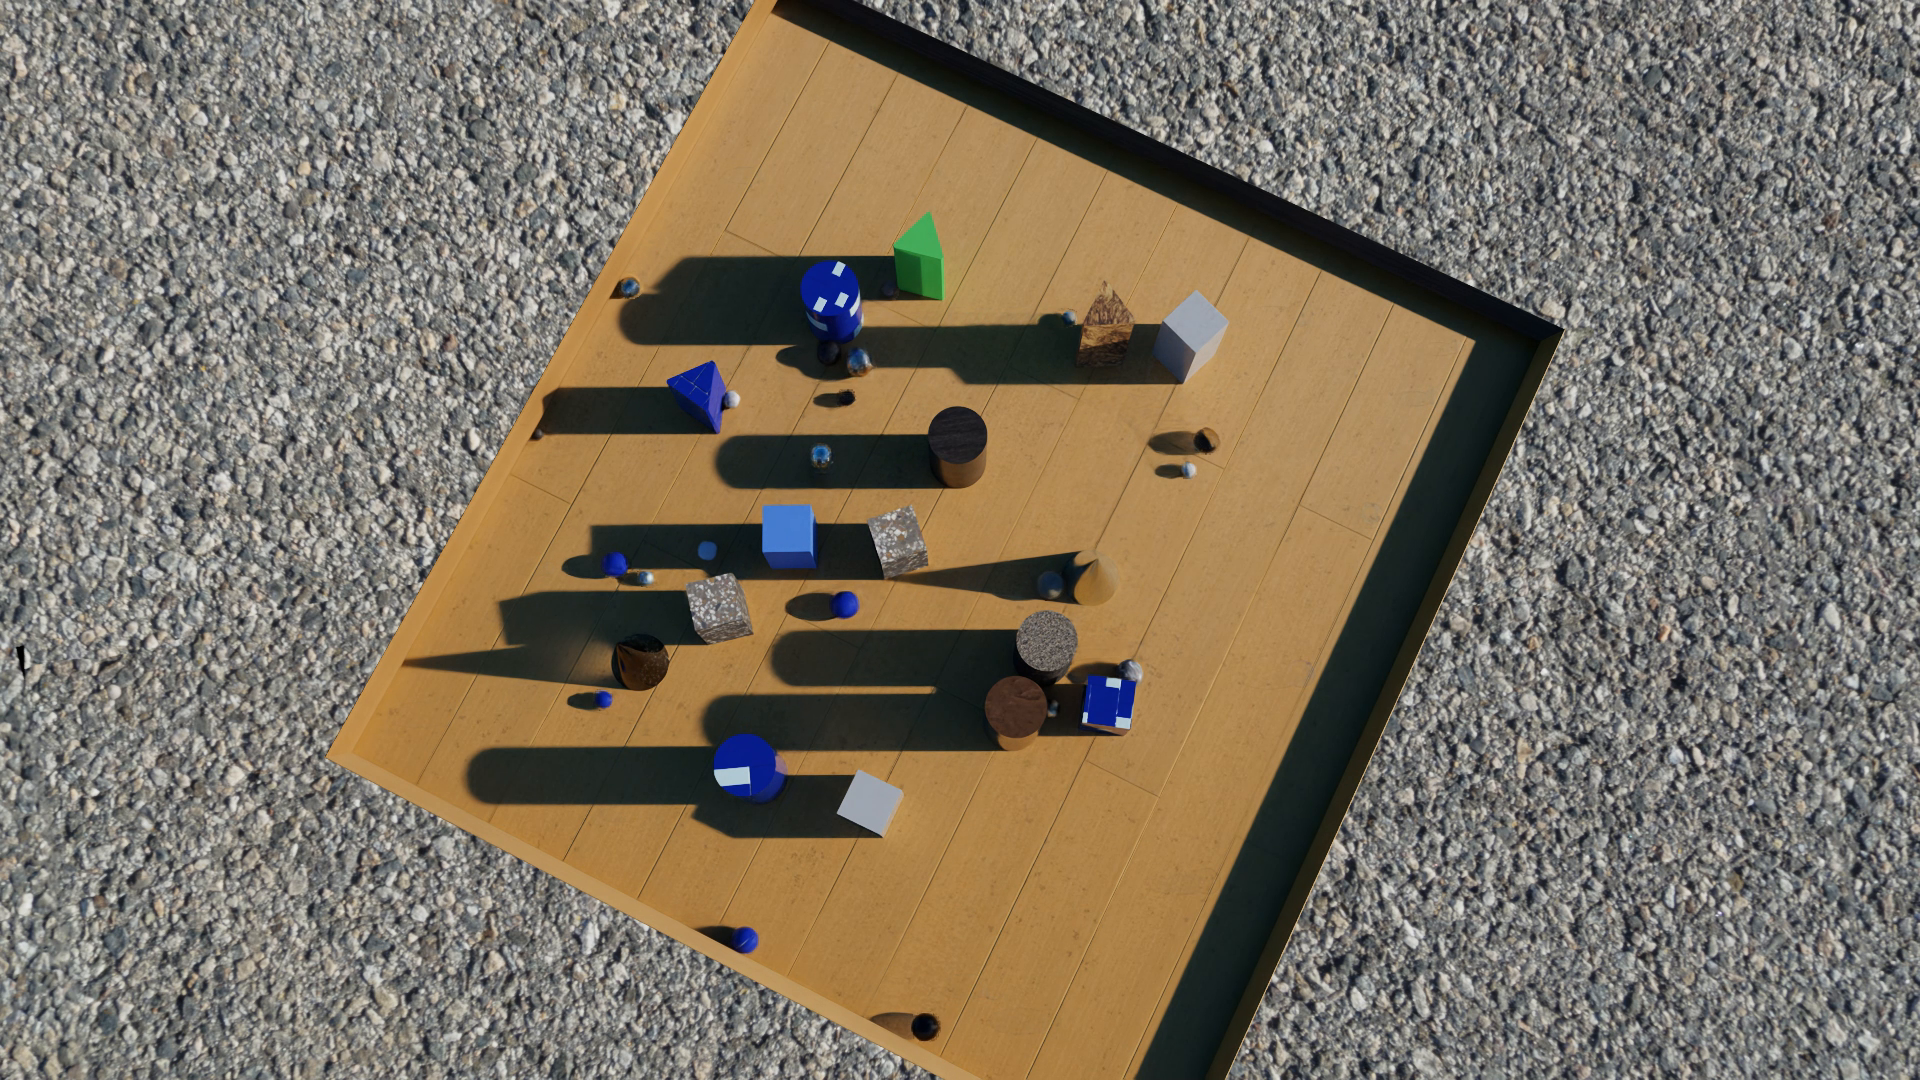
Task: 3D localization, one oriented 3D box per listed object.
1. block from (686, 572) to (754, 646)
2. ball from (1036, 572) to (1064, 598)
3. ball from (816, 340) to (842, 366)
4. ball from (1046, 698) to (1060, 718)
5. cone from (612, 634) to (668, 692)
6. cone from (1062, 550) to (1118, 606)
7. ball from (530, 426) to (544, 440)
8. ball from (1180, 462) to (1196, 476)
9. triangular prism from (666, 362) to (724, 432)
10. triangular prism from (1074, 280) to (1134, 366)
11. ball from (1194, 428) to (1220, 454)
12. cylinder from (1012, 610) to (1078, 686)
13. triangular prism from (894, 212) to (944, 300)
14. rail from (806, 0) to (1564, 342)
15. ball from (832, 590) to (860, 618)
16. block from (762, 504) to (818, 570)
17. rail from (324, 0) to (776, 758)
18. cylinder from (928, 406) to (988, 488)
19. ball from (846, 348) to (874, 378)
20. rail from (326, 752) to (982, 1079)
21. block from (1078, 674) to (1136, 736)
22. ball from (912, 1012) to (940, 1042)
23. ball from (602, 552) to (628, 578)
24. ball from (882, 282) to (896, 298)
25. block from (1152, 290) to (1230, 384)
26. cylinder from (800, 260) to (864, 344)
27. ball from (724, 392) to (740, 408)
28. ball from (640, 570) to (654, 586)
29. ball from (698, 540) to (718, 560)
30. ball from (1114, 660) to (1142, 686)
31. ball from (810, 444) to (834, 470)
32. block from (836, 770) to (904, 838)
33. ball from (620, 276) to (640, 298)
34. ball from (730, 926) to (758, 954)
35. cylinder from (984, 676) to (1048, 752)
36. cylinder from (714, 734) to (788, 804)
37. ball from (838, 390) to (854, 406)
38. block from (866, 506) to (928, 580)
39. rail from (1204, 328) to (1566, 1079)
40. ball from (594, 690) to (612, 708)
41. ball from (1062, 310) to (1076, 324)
[{"bbox_3d":[-0.710,0.207,5.425,0.140,0.291,0.140,-14,79,-3],"label":"block"},{"bbox_3d":[0.272,0.136,5.545,0.084,0.084,0.084,0,78,0],"label":"ball"},{"bbox_3d":[-0.406,-0.581,5.696,0.078,0.078,0.078,0,78,0],"label":"ball"},{"bbox_3d":[0.273,0.503,5.484,0.055,0.055,0.055,0,78,0],"label":"ball"},{"bbox_3d":[-0.967,0.330,5.349,0.175,0.389,0.175,0,78,0],"label":"cone"},{"bbox_3d":[0.398,0.084,5.438,0.175,0.314,0.175,0,78,0],"label":"cone"},{"bbox_3d":[-1.308,-0.328,5.662,0.042,0.042,0.042,0,78,0],"label":"ball"},{"bbox_3d":[0.702,-0.217,5.637,0.046,0.046,0.046,0,78,0],"label":"ball"},{"bbox_3d":[-0.771,-0.452,5.570,0.151,0.274,0.131,35,81,7],"label":"triangular prism"},{"bbox_3d":[0.429,-0.652,5.540,0.151,0.414,0.131,-4,78,-1],"label":"triangular prism"},{"bbox_3d":[0.759,-0.306,5.639,0.078,0.078,0.078,0,78,0],"label":"ball"},{"bbox_3d":[0.247,0.321,5.372,0.175,0.348,0.175,0,78,0],"label":"cylinder"},{"bbox_3d":[-0.108,-0.876,5.609,0.151,0.368,0.131,14,79,3],"label":"triangular prism"},{"bbox_3d":[0.624,-1.217,5.809,2.745,0.114,0.045,26,80,5],"label":"rail"},{"bbox_3d":[-0.346,0.195,5.532,0.086,0.086,0.086,0,78,0],"label":"ball"},{"bbox_3d":[-0.507,-0.007,5.484,0.140,0.263,0.140,-1,78,0],"label":"block"},{"bbox_3d":[-1.207,-0.585,5.678,0.045,0.114,2.840,26,80,5],"label":"rail"},{"bbox_3d":[-0.007,-0.275,5.512,0.175,0.315,0.175,0,78,0],"label":"cylinder"},{"bbox_3d":[-0.312,-0.549,5.685,0.087,0.087,0.087,0,78,0],"label":"ball"},{"bbox_3d":[-0.624,1.229,5.303,2.745,0.114,0.045,26,80,5],"label":"rail"},{"bbox_3d":[0.432,0.489,5.407,0.140,0.212,0.140,8,78,2],"label":"block"},{"bbox_3d":[-0.100,1.405,5.285,0.080,0.080,0.080,0,78,0],"label":"ball"},{"bbox_3d":[-1.046,0.074,5.561,0.078,0.078,0.078,0,78,0],"label":"ball"},{"bbox_3d":[-0.221,-0.785,5.754,0.047,0.047,0.047,0,78,0],"label":"ball"},{"bbox_3d":[0.698,-0.615,5.579,0.140,0.322,0.140,-43,81,-8],"label":"block"},{"bbox_3d":[-0.390,-0.725,5.621,0.175,0.283,0.175,0,78,0],"label":"cylinder"},{"bbox_3d":[-0.708,-0.433,5.679,0.052,0.052,0.052,0,78,0],"label":"ball"},{"bbox_3d":[-0.952,0.116,5.569,0.045,0.045,0.045,0,78,0],"label":"ball"},{"bbox_3d":[-0.769,0.031,5.579,0.060,0.060,0.060,0,78,0],"label":"ball"},{"bbox_3d":[0.506,0.401,5.491,0.083,0.083,0.083,0,78,0],"label":"ball"},{"bbox_3d":[-0.425,-0.256,5.631,0.075,0.075,0.075,0,78,0],"label":"ball"},{"bbox_3d":[-0.259,0.771,5.349,0.140,0.212,0.140,25,79,5],"label":"block"},{"bbox_3d":[-1.035,-0.794,5.747,0.064,0.064,0.064,0,78,0],"label":"ball"},{"bbox_3d":[-0.628,1.165,5.334,0.081,0.081,0.081,0,78,0],"label":"ball"},{"bbox_3d":[0.157,0.506,5.307,0.175,0.401,0.175,0,78,0],"label":"cylinder"},{"bbox_3d":[-0.600,0.664,5.288,0.175,0.374,0.175,0,78,0],"label":"cylinder"},{"bbox_3d":[-0.351,-0.439,5.682,0.050,0.050,0.050,0,78,0],"label":"ball"},{"bbox_3d":[-0.185,0.009,5.484,0.140,0.255,0.140,-18,79,-4],"label":"block"},{"bbox_3d":[1.207,0.597,5.434,0.045,0.114,2.840,26,80,5],"label":"rail"},{"bbox_3d":[-1.068,0.479,5.490,0.053,0.053,0.053,0,78,0],"label":"ball"},{"bbox_3d":[0.341,-0.695,5.737,0.044,0.044,0.044,0,78,0],"label":"ball"}]
